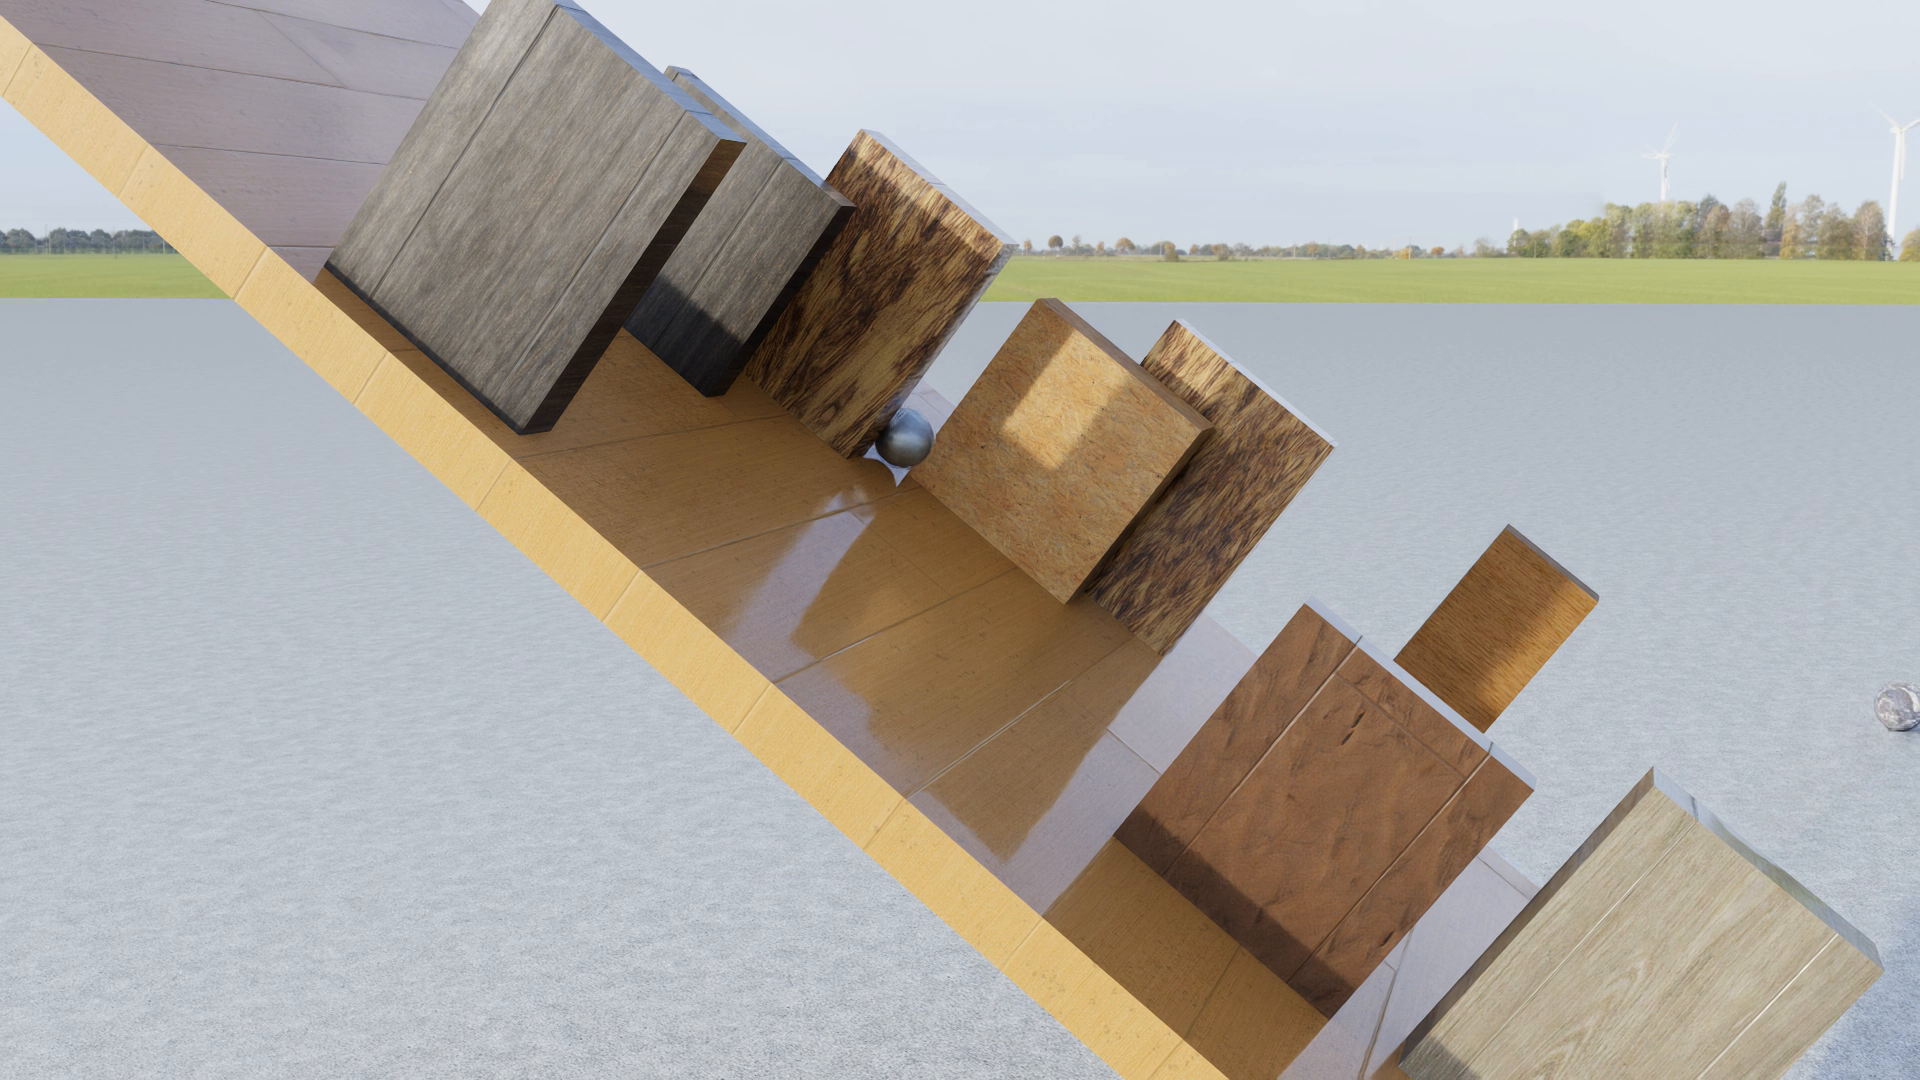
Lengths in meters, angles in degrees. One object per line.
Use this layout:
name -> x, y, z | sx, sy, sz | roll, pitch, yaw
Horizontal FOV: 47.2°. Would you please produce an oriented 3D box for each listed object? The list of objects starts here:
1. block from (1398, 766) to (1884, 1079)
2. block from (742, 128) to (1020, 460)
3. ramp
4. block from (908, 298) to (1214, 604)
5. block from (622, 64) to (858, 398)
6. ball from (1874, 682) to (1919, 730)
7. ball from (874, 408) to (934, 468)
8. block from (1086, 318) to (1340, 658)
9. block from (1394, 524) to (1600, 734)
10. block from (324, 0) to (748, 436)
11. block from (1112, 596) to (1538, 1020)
block -> 1.022, 0.707, 3.338 | 0.411, 0.589, 0.141 | 40, 16, 9
block -> -0.185, -0.466, 4.192 | 0.351, 0.512, 0.110 | 40, 16, 9
ramp -> -0.038, 0.094, 4.057 | 4.000, 0.100, 2.000 | 40, 16, 9
block -> 0.198, -0.178, 4.341 | 0.409, 0.437, 0.144 | 40, 16, 9
block -> -0.475, -0.555, 3.973 | 0.410, 0.429, 0.083 | 40, 16, 9
ball -> 3.822, 0.678, 8.943 | 0.195, 0.195, 0.195 | 0, 7, 0
ball -> -0.110, -0.201, 4.312 | 0.117, 0.117, 0.117 | 0, 7, 0
block -> 0.430, -0.104, 4.428 | 0.404, 0.546, 0.090 | 40, 16, 9
block -> 1.069, 0.270, 4.677 | 0.240, 0.584, 0.105 | 40, 16, 9
block -> -0.635, -0.495, 3.259 | 0.408, 0.539, 0.099 | 40, 16, 9
block -> 0.553, 0.410, 3.372 | 0.433, 0.479, 0.084 | 40, 16, 9
